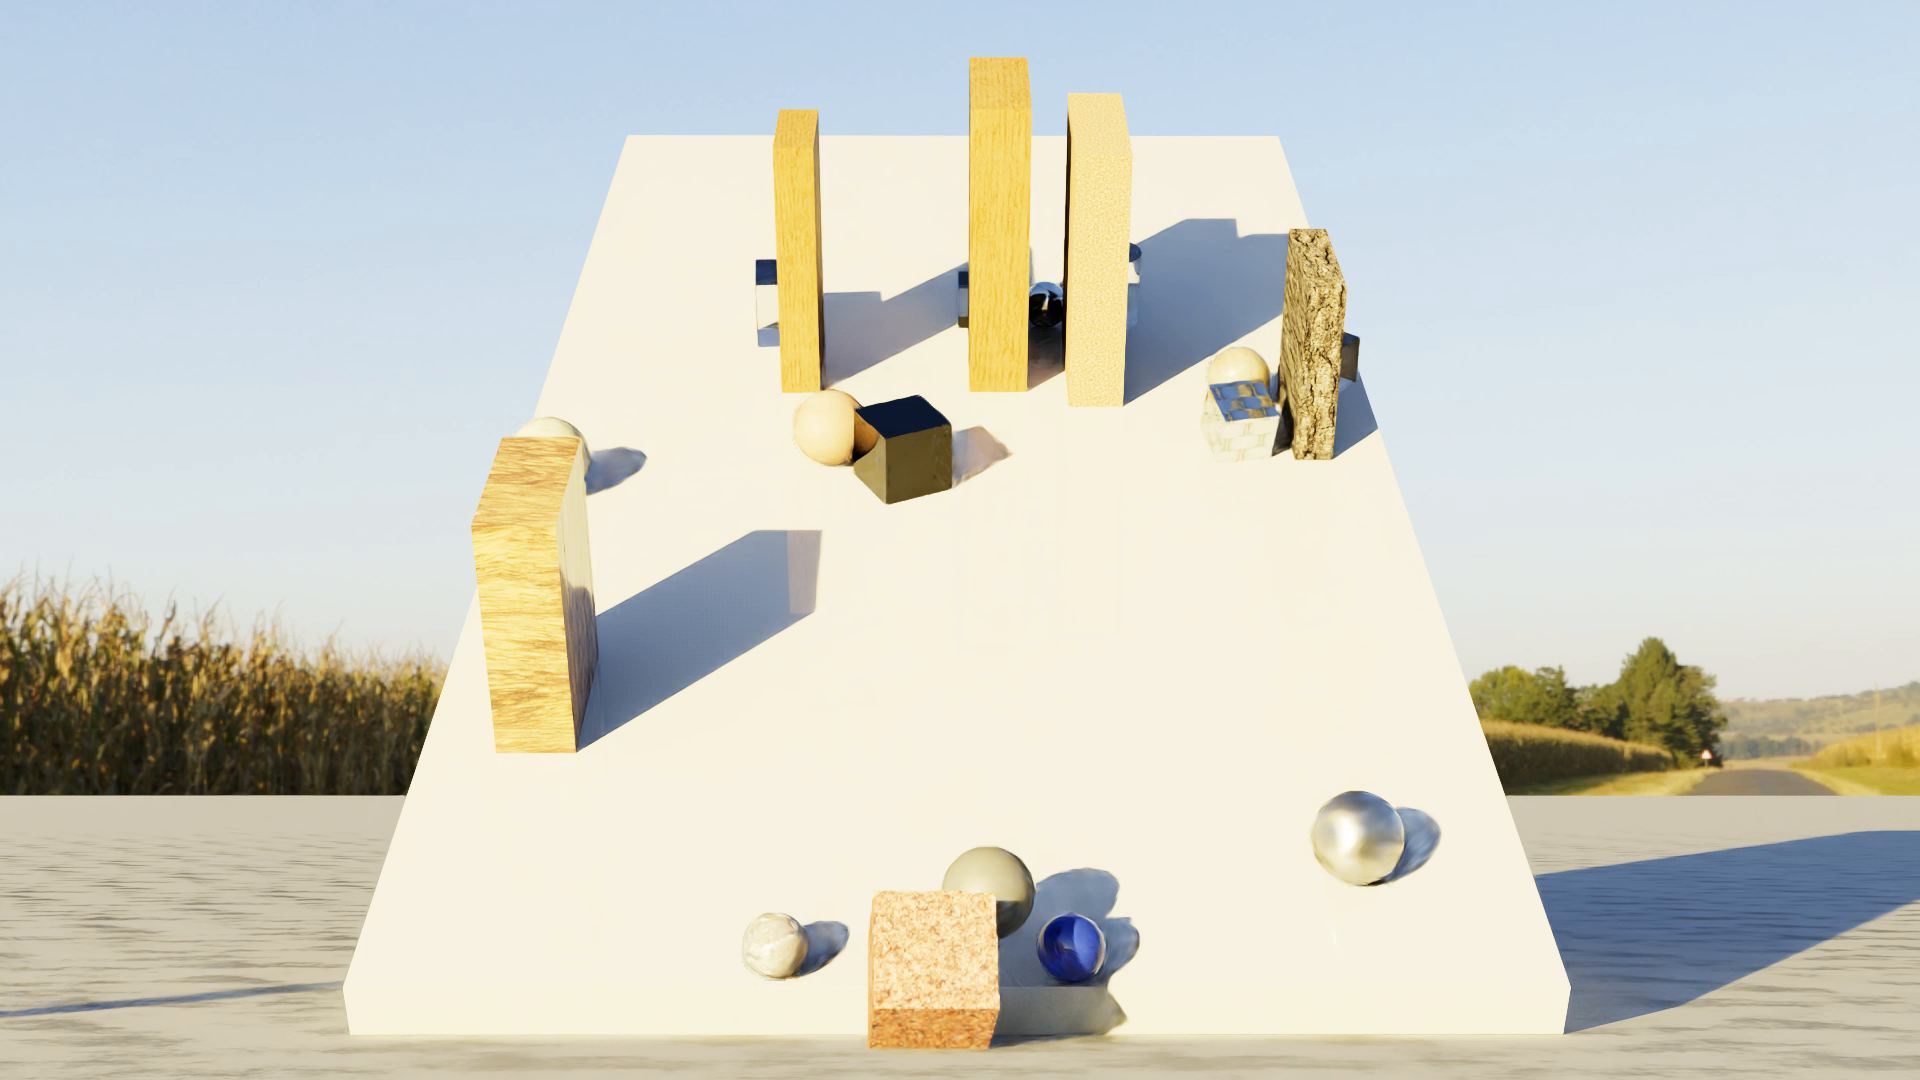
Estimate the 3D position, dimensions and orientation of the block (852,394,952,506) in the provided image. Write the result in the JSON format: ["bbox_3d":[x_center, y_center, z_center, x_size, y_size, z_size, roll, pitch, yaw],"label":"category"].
[{"bbox_3d":[-0.128,-0.204,5.401,0.166,0.166,0.166,-14,33,-24],"label":"block"}]

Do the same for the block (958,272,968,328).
[{"bbox_3d":[0.050,-0.618,6.189,0.110,0.110,0.110,0,29,0],"label":"block"}]

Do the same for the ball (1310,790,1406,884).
[{"bbox_3d":[0.684,0.512,4.147,0.161,0.161,0.161,0,-6,0],"label":"ball"}]

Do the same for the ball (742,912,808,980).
[{"bbox_3d":[-0.302,0.661,3.931,0.108,0.108,0.108,0,-6,0],"label":"ball"}]

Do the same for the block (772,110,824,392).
[{"bbox_3d":[-0.385,-0.693,5.799,0.093,0.624,0.266,0,30,0],"label":"block"}]

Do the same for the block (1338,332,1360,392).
[{"bbox_3d":[0.884,-0.436,5.862,0.122,0.122,0.122,23,37,35],"label":"block"}]

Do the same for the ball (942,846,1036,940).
[{"bbox_3d":[0.045,0.571,3.895,0.152,0.152,0.152,0,-6,0],"label":"ball"}]

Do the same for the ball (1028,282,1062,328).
[{"bbox_3d":[0.218,-0.602,6.154,0.119,0.119,0.119,0,-6,0],"label":"ball"}]

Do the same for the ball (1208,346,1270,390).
[{"bbox_3d":[0.665,-0.387,5.745,0.150,0.150,0.150,0,-6,0],"label":"ball"}]

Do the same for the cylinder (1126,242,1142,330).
[{"bbox_3d":[0.371,-0.654,6.181,0.184,0.184,0.184,0,30,0],"label":"cylinder"}]

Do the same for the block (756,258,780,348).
[{"bbox_3d":[-0.431,-0.602,6.100,0.168,0.168,0.168,-2,30,-4],"label":"block"}]

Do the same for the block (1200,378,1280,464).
[{"bbox_3d":[0.641,-0.273,5.534,0.130,0.130,0.130,-7,-44,-13],"label":"block"}]

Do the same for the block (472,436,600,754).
[{"bbox_3d":[-0.792,0.102,4.532,0.149,0.487,0.346,0,30,0],"label":"block"}]

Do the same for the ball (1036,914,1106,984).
[{"bbox_3d":[0.181,0.665,3.922,0.113,0.113,0.113,0,-6,0],"label":"ball"}]

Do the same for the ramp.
[{"bbox_3d":[-0.013,-0.213,5.688,2.000,0.100,4.000,0,30,0],"label":"ramp"}]

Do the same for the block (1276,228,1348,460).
[{"bbox_3d":[0.813,-0.456,5.585,0.086,0.429,0.348,0,30,0],"label":"block"}]

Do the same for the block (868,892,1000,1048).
[{"bbox_3d":[-0.044,0.665,3.716,0.186,0.186,0.186,1,-30,-5],"label":"block"}]

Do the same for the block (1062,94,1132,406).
[{"bbox_3d":[0.326,-0.701,5.805,0.129,0.635,0.426,0,30,0],"label":"block"}]

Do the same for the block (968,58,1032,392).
[{"bbox_3d":[0.092,-0.762,5.830,0.140,0.716,0.372,0,30,0],"label":"block"}]

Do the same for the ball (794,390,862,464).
[{"bbox_3d":[-0.294,-0.257,5.488,0.172,0.172,0.172,0,-6,0],"label":"ball"}]

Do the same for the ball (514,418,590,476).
[{"bbox_3d":[-0.912,-0.183,5.347,0.179,0.179,0.179,0,-6,0],"label":"ball"}]
